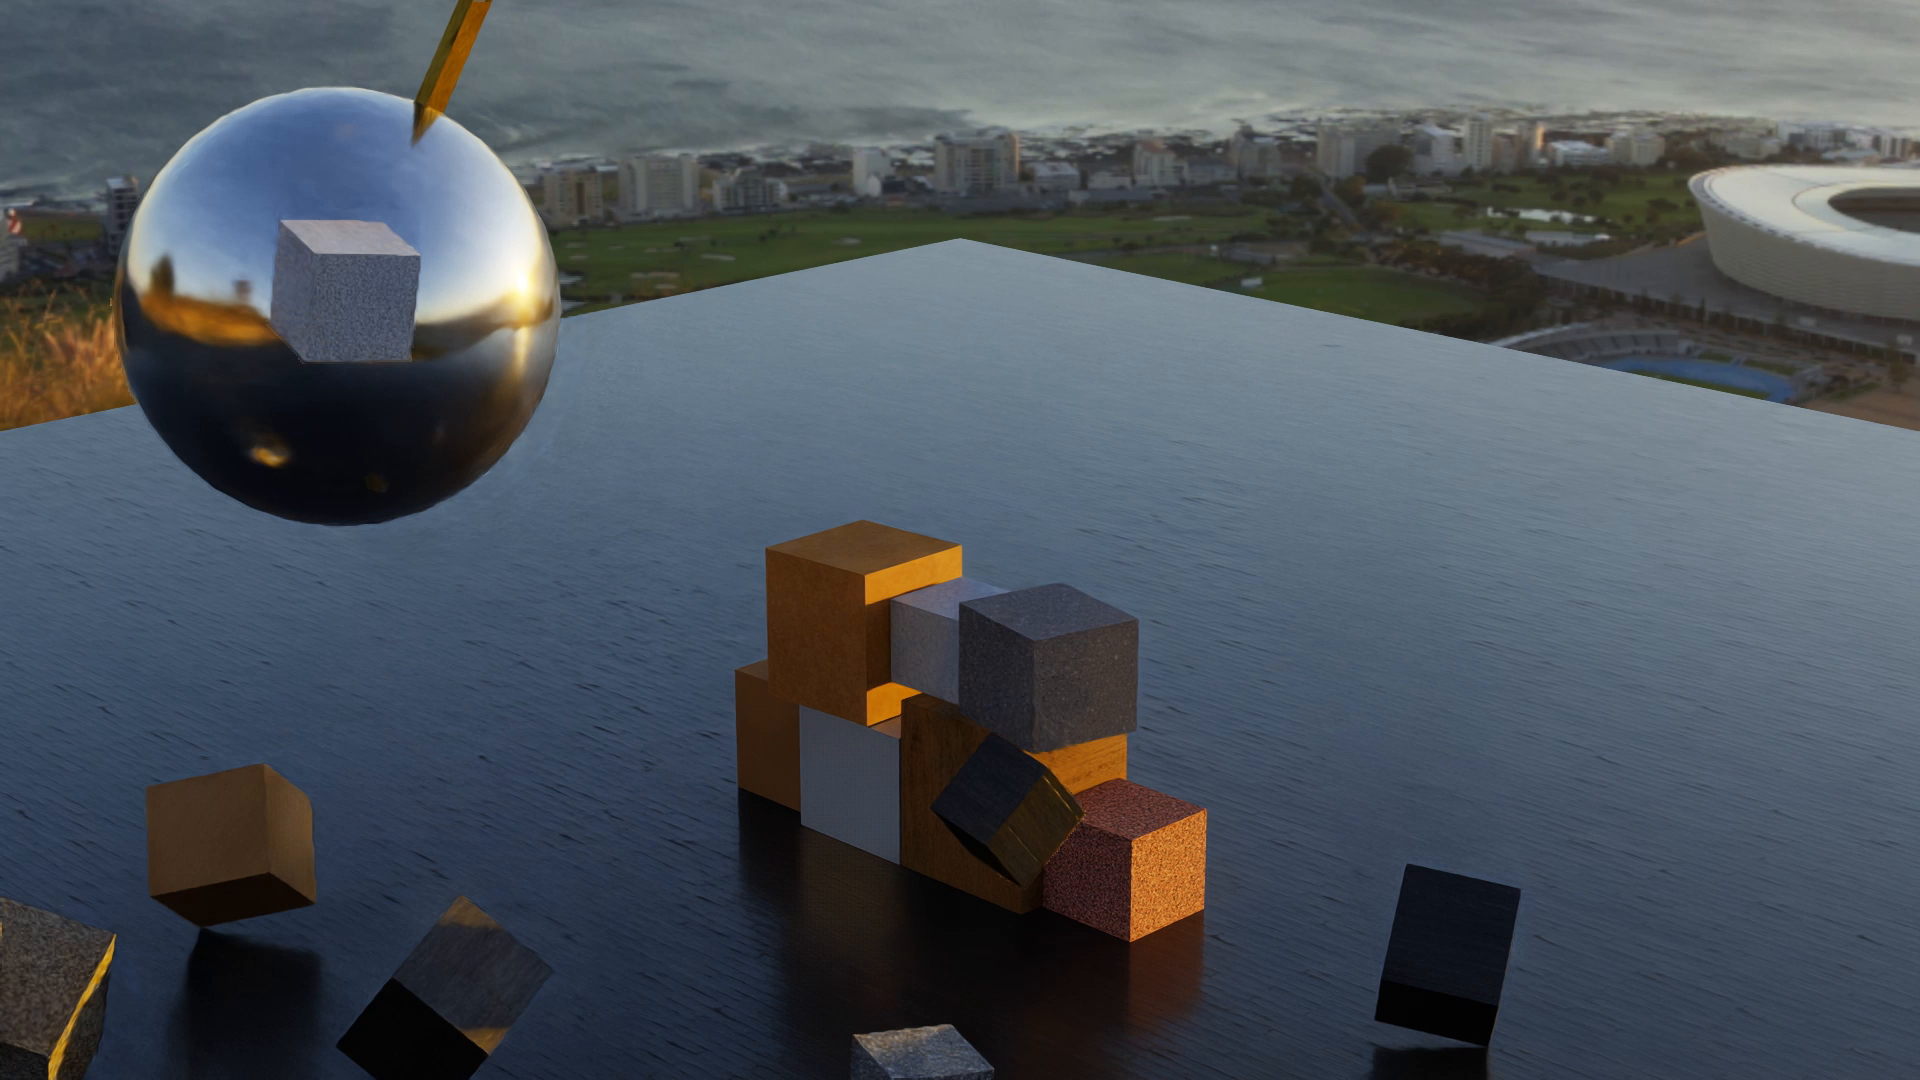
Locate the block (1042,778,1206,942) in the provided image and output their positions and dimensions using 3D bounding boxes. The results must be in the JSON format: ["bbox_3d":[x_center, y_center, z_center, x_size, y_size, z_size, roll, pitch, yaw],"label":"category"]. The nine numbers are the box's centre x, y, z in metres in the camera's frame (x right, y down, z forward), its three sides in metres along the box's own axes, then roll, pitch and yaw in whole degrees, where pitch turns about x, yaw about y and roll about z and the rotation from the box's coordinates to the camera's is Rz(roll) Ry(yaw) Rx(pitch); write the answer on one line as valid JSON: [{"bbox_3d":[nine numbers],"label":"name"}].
[{"bbox_3d":[0.731,1.415,13.039,0.494,0.481,0.523,-17,24,-42],"label":"block"}]

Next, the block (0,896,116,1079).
[{"bbox_3d":[-3.337,1.687,10.210,0.543,0.645,0.557,19,42,-3],"label":"block"}]

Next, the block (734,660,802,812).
[{"bbox_3d":[-0.692,0.923,14.384,0.574,0.614,0.572,-17,24,-42],"label":"block"}]

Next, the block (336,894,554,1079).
[{"bbox_3d":[-1.971,1.793,11.240,0.465,0.514,0.531,40,36,-3],"label":"block"}]

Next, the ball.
[{"bbox_3d":[-2.260,-0.848,10.706,1.600,1.600,1.600,0,17,0],"label":"ball"}]

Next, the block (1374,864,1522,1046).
[{"bbox_3d":[1.958,1.670,11.784,0.463,0.475,0.505,12,62,11],"label":"block"}]

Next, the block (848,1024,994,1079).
[{"bbox_3d":[-0.155,2.103,10.819,0.398,0.466,0.401,-2,17,-25],"label":"block"}]

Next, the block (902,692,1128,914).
[{"bbox_3d":[0.245,1.124,13.408,0.687,0.817,0.763,-17,24,-42],"label":"block"}]

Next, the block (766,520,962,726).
[{"bbox_3d":[-0.450,0.380,13.845,0.654,0.727,0.649,14,22,41],"label":"block"}]

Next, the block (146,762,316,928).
[{"bbox_3d":[-3.164,1.331,12.747,0.539,0.496,0.517,-12,-24,6],"label":"block"}]

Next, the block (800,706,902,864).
[{"bbox_3d":[-0.255,1.054,13.949,0.677,0.625,0.749,17,24,42],"label":"block"}]

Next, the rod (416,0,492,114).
[{"bbox_3d":[-0.979,-3.978,11.065,0.080,5.200,0.080,17,-8,42],"label":"rod"}]

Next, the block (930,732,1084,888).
[{"bbox_3d":[0.197,1.120,12.155,0.347,0.393,0.408,30,75,40],"label":"block"}]

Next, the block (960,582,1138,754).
[{"bbox_3d":[0.388,0.559,12.972,0.547,0.521,0.606,-11,20,-30],"label":"block"}]

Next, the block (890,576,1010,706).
[{"bbox_3d":[0.021,0.463,13.477,0.491,0.402,0.470,16,24,42],"label":"block"}]

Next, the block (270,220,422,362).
[{"bbox_3d":[-2.023,-0.821,9.631,0.353,0.361,0.382,-2,23,-31],"label":"block"}]
